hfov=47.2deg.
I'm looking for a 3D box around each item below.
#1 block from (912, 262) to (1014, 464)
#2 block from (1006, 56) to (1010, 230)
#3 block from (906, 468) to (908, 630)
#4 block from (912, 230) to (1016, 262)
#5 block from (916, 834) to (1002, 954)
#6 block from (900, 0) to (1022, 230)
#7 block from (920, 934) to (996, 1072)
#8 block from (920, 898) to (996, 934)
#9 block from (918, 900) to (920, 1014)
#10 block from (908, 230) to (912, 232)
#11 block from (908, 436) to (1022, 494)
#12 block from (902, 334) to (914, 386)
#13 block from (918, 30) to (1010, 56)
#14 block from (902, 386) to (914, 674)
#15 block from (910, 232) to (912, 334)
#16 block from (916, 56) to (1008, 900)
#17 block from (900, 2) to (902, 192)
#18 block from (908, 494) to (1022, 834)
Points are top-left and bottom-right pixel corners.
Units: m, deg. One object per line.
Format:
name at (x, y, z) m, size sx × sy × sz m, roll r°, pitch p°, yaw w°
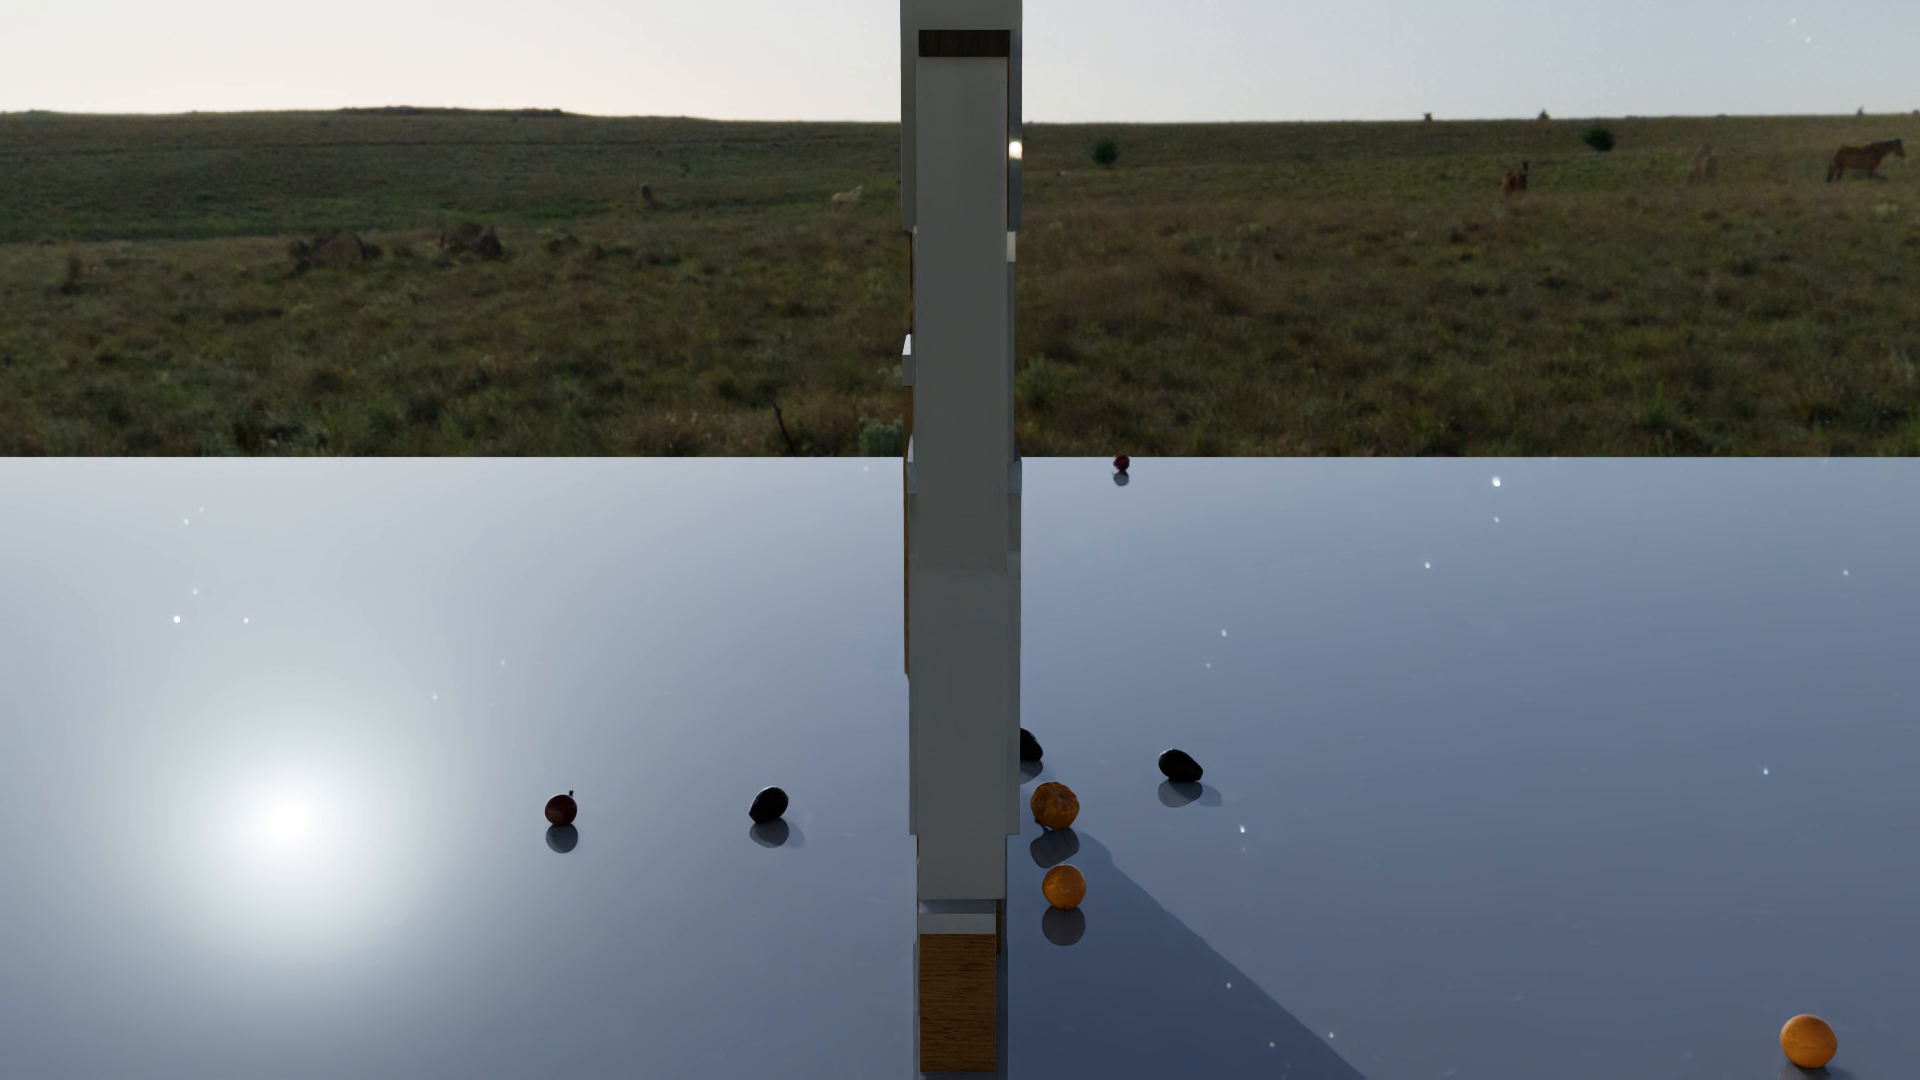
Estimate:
block at (0.005, -0.242, 2.995) m, size 0.137 × 0.275 × 0.039 m, roll 0°, pitch 10°, yaw -1°
block at (0.008, -0.536, 2.983) m, size 0.116 × 0.231 × 0.033 m, roll 0°, pitch 8°, yaw -1°
block at (-0.001, 0.050, 3.308) m, size 0.158 × 0.315 × 0.045 m, roll 0°, pitch 10°, yaw 0°
block at (0.004, -0.411, 3.057) m, size 0.137 × 0.039 × 0.274 m, roll 0°, pitch 9°, yaw -1°
block at (-0.001, 0.510, 3.390) m, size 0.130 × 0.259 × 0.037 m, roll 0°, pitch 11°, yaw 0°
block at (0.002, -0.614, 3.064) m, size 0.167 × 0.359 × 0.047 m, roll 0°, pitch 10°, yaw -1°
block at (-0.003, 0.617, 2.971) m, size 0.101 × 0.203 × 0.029 m, roll 0°, pitch 10°, yaw 0°
block at (-0.003, 0.491, 3.015) m, size 0.101 × 0.029 × 0.202 m, roll 0°, pitch 10°, yaw 0°
block at (-0.005, 0.570, 3.162) m, size 0.113 × 0.225 × 0.032 m, roll 0°, pitch 11°, yaw 0°
block at (0.000, -0.574, 3.863) m, size 0.174 × 0.049 × 0.347 m, roll 0°, pitch 11°, yaw 0°
block at (0.005, -0.112, 3.184) m, size 0.158 × 0.045 × 0.315 m, roll 0°, pitch 9°, yaw -1°
block at (-0.004, -0.286, 3.473) m, size 0.166 × 0.047 × 0.332 m, roll 0°, pitch 11°, yaw 0°
block at (0.008, -0.650, 2.882) m, size 0.116 × 0.033 × 0.231 m, roll 0°, pitch 12°, yaw 1°
block at (-0.004, -0.019, 3.411) m, size 0.166 × 0.455 × 0.047 m, roll 0°, pitch 11°, yaw 0°
block at (0.002, -0.356, 3.780) m, size 0.174 × 0.347 × 0.049 m, roll 0°, pitch 9°, yaw 0°
block at (0.002, -0.067, 2.893) m, size 0.116 × 1.112 × 0.033 m, roll 0°, pitch 9°, yaw -1°
block at (-0.005, -0.664, 3.275) m, size 0.167 × 0.334 × 0.047 m, roll 0°, pitch 10°, yaw 0°
block at (0.007, 0.173, 3.125) m, size 0.157 × 0.497 × 0.045 m, roll 0°, pitch 9°, yaw 0°
